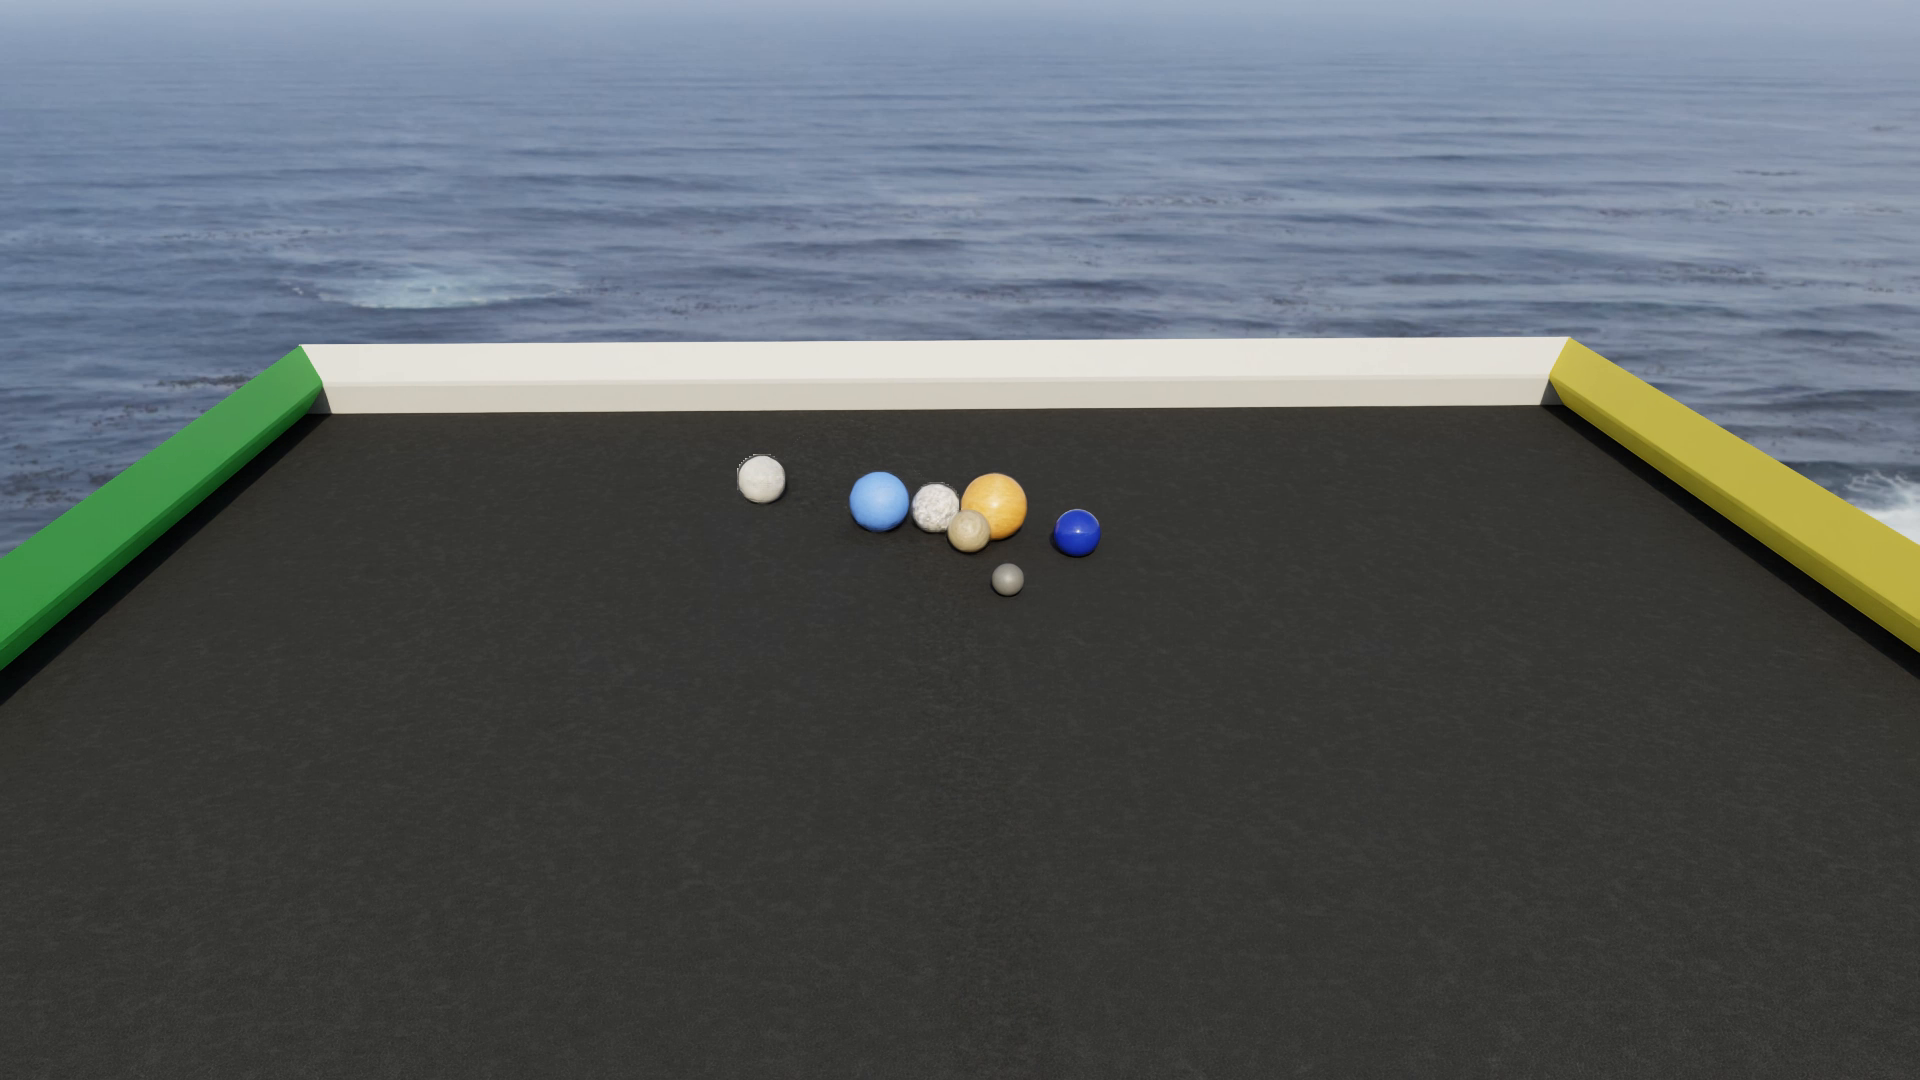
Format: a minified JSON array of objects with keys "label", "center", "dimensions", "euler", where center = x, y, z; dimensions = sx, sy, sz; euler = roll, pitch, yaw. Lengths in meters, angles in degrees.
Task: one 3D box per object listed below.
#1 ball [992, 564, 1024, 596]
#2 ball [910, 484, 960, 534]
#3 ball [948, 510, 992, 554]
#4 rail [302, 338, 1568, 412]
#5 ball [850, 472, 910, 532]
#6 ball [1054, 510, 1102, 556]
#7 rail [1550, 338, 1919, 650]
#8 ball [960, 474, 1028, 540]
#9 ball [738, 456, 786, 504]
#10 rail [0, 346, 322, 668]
[{"label":"ball","center":[0.059,0.049,2.708],"dimensions":[0.041,0.041,0.041],"euler":[0,16,0]},{"label":"ball","center":[-0.033,-0.042,2.986],"dimensions":[0.067,0.067,0.067],"euler":[0,16,0]},{"label":"ball","center":[0.012,-0.011,2.891],"dimensions":[0.058,0.058,0.058],"euler":[0,16,0]},{"label":"rail","center":[-0.032,-0.276,3.730],"dimensions":[2.160,0.117,0.045],"euler":[-1,16,-2]},{"label":"ball","center":[-0.110,-0.052,2.992],"dimensions":[0.082,0.082,0.082],"euler":[0,16,0]},{"label":"ball","center":[0.153,-0.009,2.876],"dimensions":[0.062,0.062,0.062],"euler":[0,16,0]},{"label":"rail","center":[1.088,0.222,1.939],"dimensions":[0.045,0.117,3.839],"euler":[-1,16,-2]},{"label":"ball","center":[0.046,-0.044,2.951],"dimensions":[0.090,0.090,0.090],"euler":[0,16,0]},{"label":"ball","center":[-0.283,-0.086,3.141],"dimensions":[0.068,0.068,0.068],"euler":[0,16,0]},{"label":"rail","center":[-1.023,0.241,1.870],"dimensions":[0.045,0.117,3.839],"euler":[-1,16,-2]}]
